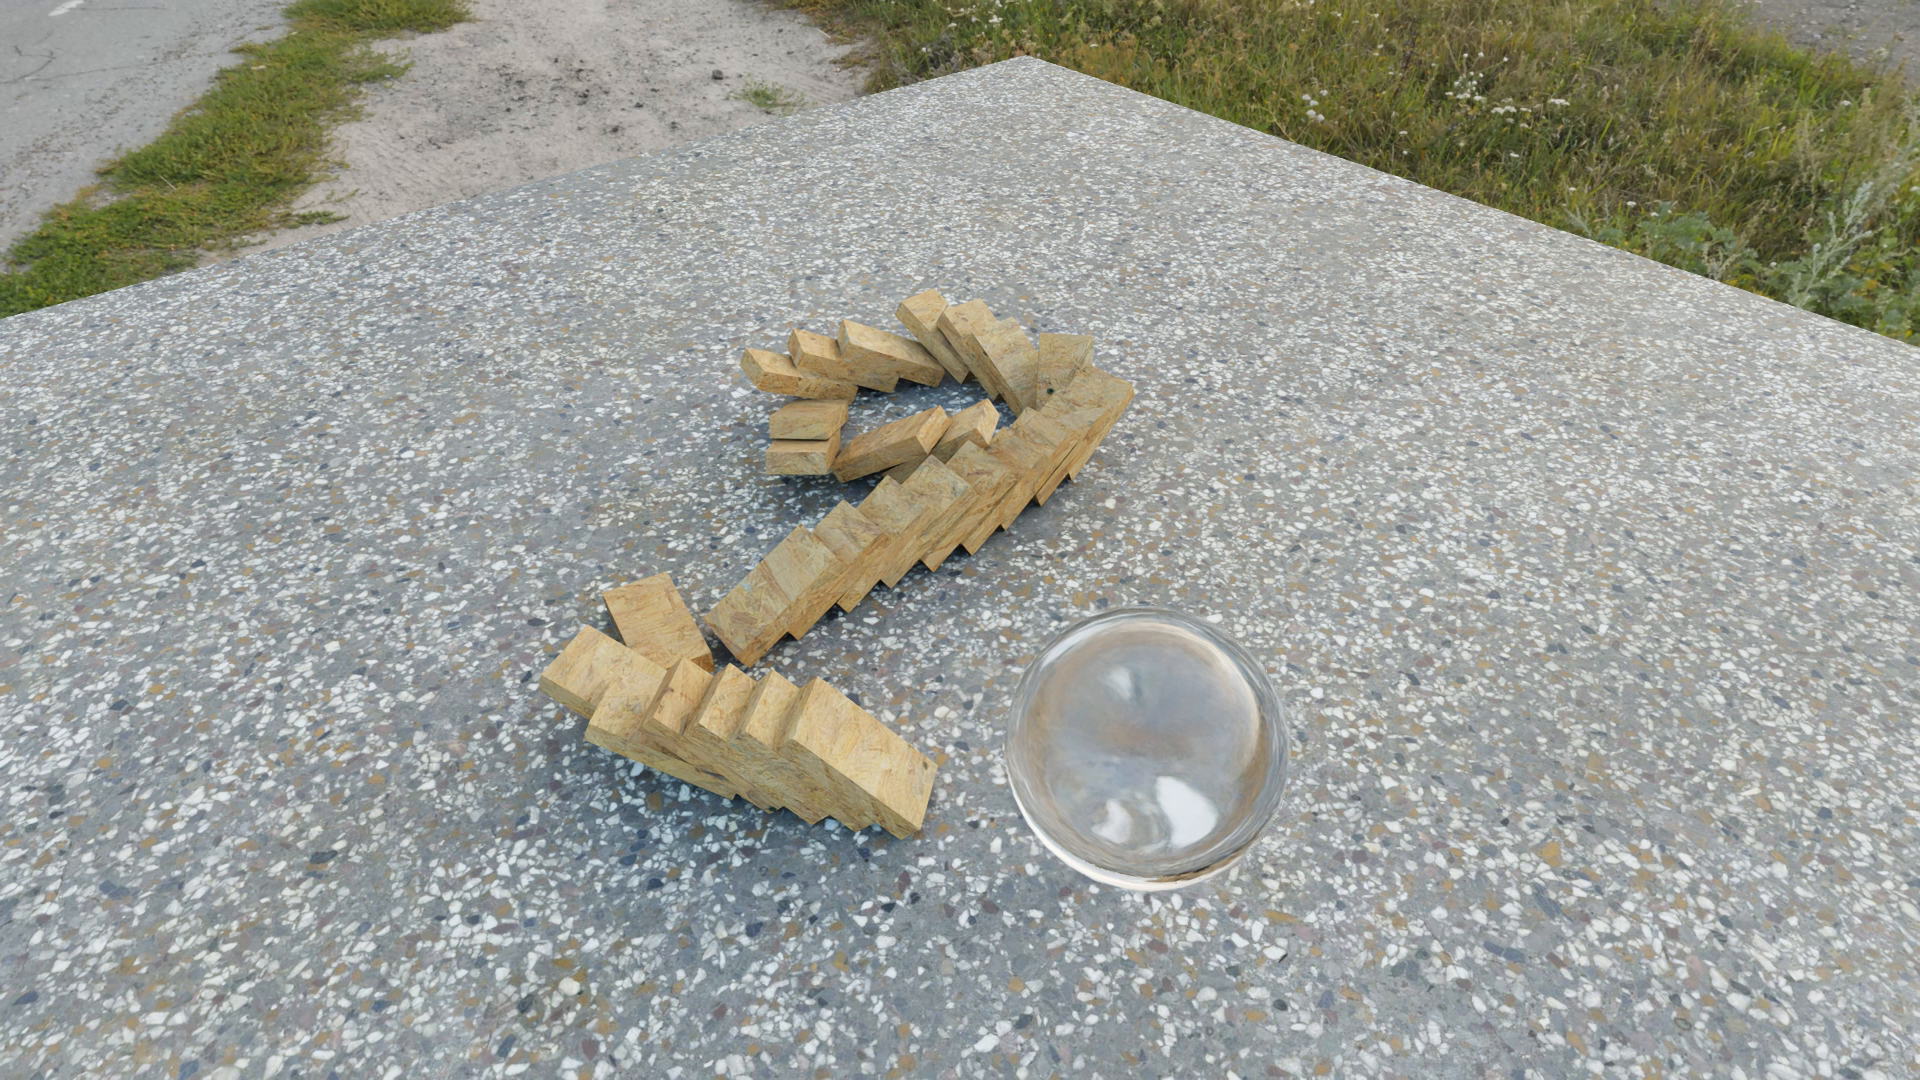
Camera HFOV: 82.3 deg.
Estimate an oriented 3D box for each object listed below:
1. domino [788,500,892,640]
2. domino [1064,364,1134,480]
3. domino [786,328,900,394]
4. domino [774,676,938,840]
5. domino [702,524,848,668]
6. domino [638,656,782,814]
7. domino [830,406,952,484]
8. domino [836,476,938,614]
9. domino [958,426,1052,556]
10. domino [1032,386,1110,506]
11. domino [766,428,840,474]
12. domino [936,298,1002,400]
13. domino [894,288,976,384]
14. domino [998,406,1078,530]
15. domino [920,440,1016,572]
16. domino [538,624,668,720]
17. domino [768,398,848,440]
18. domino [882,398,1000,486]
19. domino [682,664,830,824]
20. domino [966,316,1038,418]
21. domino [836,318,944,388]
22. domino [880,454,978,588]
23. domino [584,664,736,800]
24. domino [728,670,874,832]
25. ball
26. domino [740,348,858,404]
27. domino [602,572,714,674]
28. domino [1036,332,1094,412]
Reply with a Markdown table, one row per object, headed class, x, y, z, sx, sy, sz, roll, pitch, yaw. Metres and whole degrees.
| class | x | y | z | sx | sy | sz | roll | pitch | yaw |
| --- | --- | --- | --- | --- | --- | --- | --- | --- | --- |
| domino | -0.052 | 0.011 | 0.413 | 0.050 | 0.009 | 0.025 | -46 | 53 | -8 |
| domino | 0.053 | -0.053 | 0.489 | 0.025 | 0.009 | 0.050 | 30 | 76 | 27 |
| domino | -0.057 | -0.087 | 0.533 | 0.050 | 0.010 | 0.025 | 11 | 32 | -29 |
| domino | -0.031 | 0.067 | 0.337 | 0.050 | 0.009 | 0.025 | 40 | 37 | -18 |
| domino | -0.067 | 0.020 | 0.402 | 0.050 | 0.009 | 0.025 | -45 | 52 | -7 |
| domino | -0.073 | 0.061 | 0.344 | 0.050 | 0.010 | 0.025 | 39 | 38 | -20 |
| domino | -0.030 | -0.041 | 0.473 | 0.050 | 0.010 | 0.025 | -15 | 28 | 36 |
| domino | -0.035 | 0.001 | 0.423 | 0.050 | 0.010 | 0.025 | -48 | 53 | -7 |
| domino | 0.011 | -0.020 | 0.450 | 0.050 | 0.010 | 0.025 | -48 | 54 | -7 |
| domino | 0.040 | -0.041 | 0.476 | 0.025 | 0.010 | 0.050 | 32 | 76 | 30 |
| domino | -0.067 | -0.039 | 0.477 | 0.025 | 0.010 | 0.050 | 1 | 18 | 1 |
| domino | 0.013 | -0.094 | 0.539 | 0.025 | 0.009 | 0.050 | -26 | 74 | -33 |
| domino | -0.006 | -0.102 | 0.550 | 0.050 | 0.009 | 0.025 | 47 | 48 | 11 |
| domino | 0.024 | -0.030 | 0.463 | 0.025 | 0.009 | 0.050 | 32 | 76 | 33 |
| domino | -0.004 | -0.014 | 0.441 | 0.050 | 0.010 | 0.025 | -48 | 54 | -5 |
| domino | -0.111 | 0.051 | 0.366 | 0.050 | 0.010 | 0.025 | 30 | 44 | 1 |
| domino | -0.067 | -0.055 | 0.495 | 0.025 | 0.010 | 0.050 | 2 | 16 | 5 |
| domino | -0.008 | -0.041 | 0.471 | 0.050 | 0.010 | 0.025 | -23 | 27 | 28 |
| domino | -0.059 | 0.063 | 0.342 | 0.050 | 0.010 | 0.025 | 40 | 37 | -18 |
| domino | 0.027 | -0.081 | 0.525 | 0.025 | 0.009 | 0.050 | -25 | 74 | -28 |
| domino | -0.034 | -0.091 | 0.539 | 0.050 | 0.010 | 0.025 | 13 | 34 | -25 |
| domino | -0.019 | -0.008 | 0.433 | 0.050 | 0.010 | 0.025 | -46 | 53 | -4 |
| domino | -0.091 | 0.061 | 0.352 | 0.050 | 0.009 | 0.025 | 25 | 41 | -9 |
| domino | -0.045 | 0.065 | 0.339 | 0.050 | 0.009 | 0.025 | 40 | 37 | -18 |
| ball | 0.053 | 0.059 | 0.316 | 0.080 | 0.080 | 0.080 | 0 | 39 | 0 |
| domino | -0.076 | -0.078 | 0.522 | 0.050 | 0.009 | 0.025 | 4 | 31 | -38 |
| domino | -0.111 | 0.033 | 0.403 | 0.025 | 0.010 | 0.050 | -20 | 43 | -22 |
| domino | 0.048 | -0.070 | 0.508 | 0.025 | 0.009 | 0.050 | 4 | 73 | 2 |
